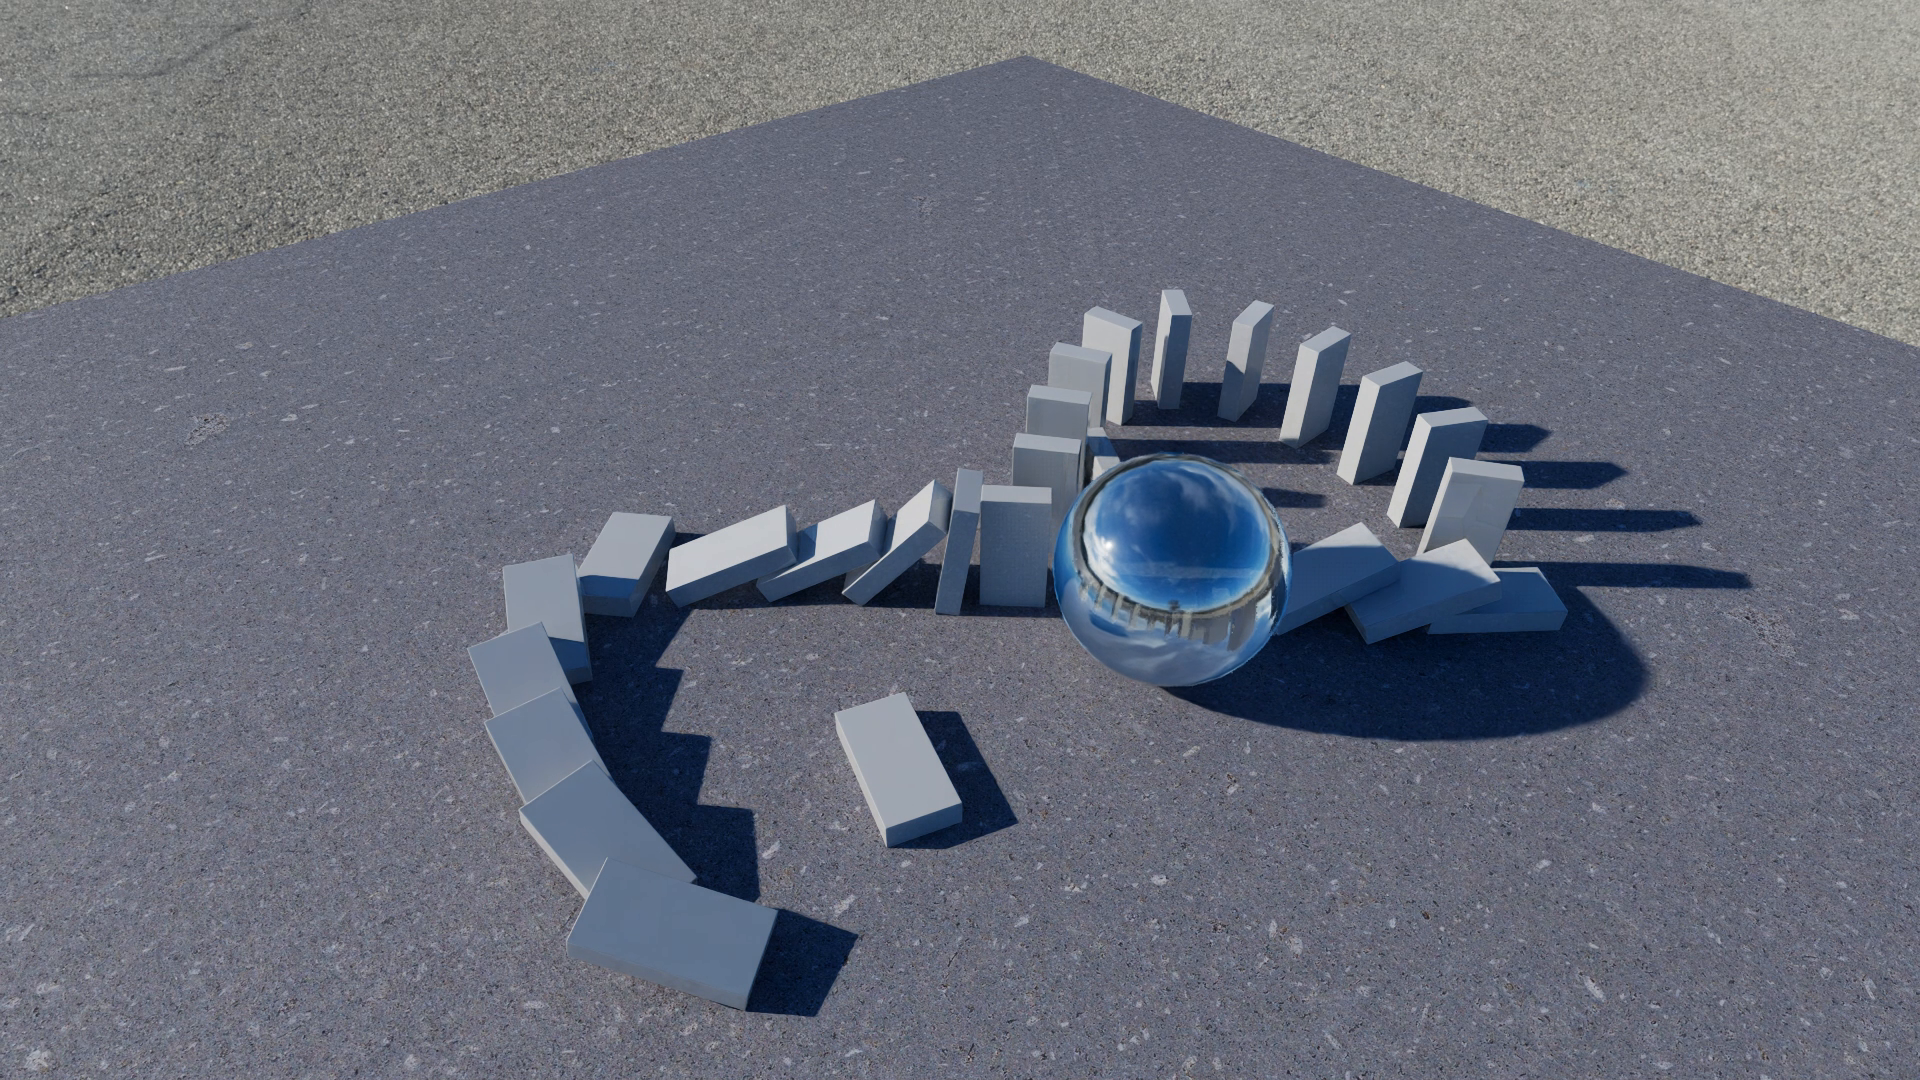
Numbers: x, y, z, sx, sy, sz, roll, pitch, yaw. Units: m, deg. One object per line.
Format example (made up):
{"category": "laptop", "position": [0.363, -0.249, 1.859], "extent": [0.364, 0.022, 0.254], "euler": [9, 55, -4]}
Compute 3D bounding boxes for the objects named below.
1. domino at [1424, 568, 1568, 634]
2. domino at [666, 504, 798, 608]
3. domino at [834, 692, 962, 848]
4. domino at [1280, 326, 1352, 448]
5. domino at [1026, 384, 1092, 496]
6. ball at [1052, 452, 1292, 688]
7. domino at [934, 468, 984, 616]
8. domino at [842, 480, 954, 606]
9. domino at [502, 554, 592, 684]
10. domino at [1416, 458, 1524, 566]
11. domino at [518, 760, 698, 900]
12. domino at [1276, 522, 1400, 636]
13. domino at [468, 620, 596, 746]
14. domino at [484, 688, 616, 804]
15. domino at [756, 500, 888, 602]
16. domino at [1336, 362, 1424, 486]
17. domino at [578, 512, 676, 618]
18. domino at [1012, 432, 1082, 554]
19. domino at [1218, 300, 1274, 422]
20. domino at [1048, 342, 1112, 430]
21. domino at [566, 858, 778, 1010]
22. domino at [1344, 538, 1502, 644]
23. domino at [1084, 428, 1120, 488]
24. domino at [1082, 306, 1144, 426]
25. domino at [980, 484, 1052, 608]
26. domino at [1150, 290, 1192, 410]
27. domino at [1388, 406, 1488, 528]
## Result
{"category": "domino", "position": [0.198, 0.023, 0.416], "extent": [0.050, 0.010, 0.025], "euler": [-1, 39, -2]}
{"category": "domino", "position": [-0.087, 0.006, 0.423], "extent": [0.050, 0.009, 0.025], "euler": [-21, 40, 7]}
{"category": "domino", "position": [-0.020, 0.073, 0.355], "extent": [0.025, 0.010, 0.050], "euler": [-15, 42, -17]}
{"category": "domino", "position": [0.160, -0.068, 0.495], "extent": [0.025, 0.050, 0.010], "euler": [-29, 48, -31]}
{"category": "domino", "position": [0.040, -0.039, 0.460], "extent": [0.025, 0.050, 0.009], "euler": [9, 40, 11]}
{"category": "ball", "position": [0.072, 0.010, 0.376], "extent": [0.080, 0.080, 0.080], "euler": [0, 39, 0]}
{"category": "domino", "position": [-0.001, 0.001, 0.409], "extent": [0.010, 0.050, 0.025], "euler": [9, 39, -2]}
{"category": "domino", "position": [-0.024, 0.001, 0.415], "extent": [0.009, 0.050, 0.025], "euler": [37, 33, -22]}
{"category": "domino", "position": [-0.149, 0.030, 0.397], "extent": [0.025, 0.009, 0.050], "euler": [-12, 55, -14]}
{"category": "domino", "position": [0.194, -0.007, 0.420], "extent": [0.025, 0.050, 0.010], "euler": [9, 40, 11]}
{"category": "domino", "position": [-0.103, 0.091, 0.322], "extent": [0.050, 0.009, 0.025], "euler": [41, 53, 19]}
{"category": "domino", "position": [0.136, 0.014, 0.414], "extent": [0.050, 0.009, 0.025], "euler": [-25, 42, 0]}
{"category": "domino", "position": [-0.143, 0.053, 0.368], "extent": [0.025, 0.010, 0.050], "euler": [-22, 60, -24]}
{"category": "domino", "position": [-0.126, 0.073, 0.344], "extent": [0.025, 0.010, 0.050], "euler": [-26, 62, -28]}
{"category": "domino", "position": [-0.053, 0.004, 0.420], "extent": [0.050, 0.010, 0.025], "euler": [-21, 35, 19]}
{"category": "domino", "position": [0.180, -0.050, 0.472], "extent": [0.025, 0.050, 0.010], "euler": [-20, 43, -22]}
{"category": "domino", "position": [-0.133, 0.009, 0.433], "extent": [0.025, 0.009, 0.050], "euler": [5, 40, 6]}
{"category": "domino", "position": [0.033, -0.017, 0.433], "extent": [0.025, 0.050, 0.010], "euler": [7, 40, 8]}
{"category": "domino", "position": [0.133, -0.083, 0.513], "extent": [0.009, 0.050, 0.025], "euler": [23, 45, 26]}
{"category": "domino", "position": [0.052, -0.061, 0.486], "extent": [0.025, 0.050, 0.009], "euler": [15, 42, 17]}
{"category": "domino", "position": [-0.078, 0.108, 0.301], "extent": [0.050, 0.010, 0.025], "euler": [17, 46, 0]}
{"category": "domino", "position": [0.169, 0.019, 0.407], "extent": [0.050, 0.009, 0.025], "euler": [-20, 38, 6]}
{"category": "domino", "position": [0.061, -0.022, 0.459], "extent": [0.010, 0.025, 0.050], "euler": [-7, 40, -9]}
{"category": "domino", "position": [0.069, -0.080, 0.510], "extent": [0.025, 0.050, 0.010], "euler": [28, 47, 30]}
{"category": "domino", "position": [0.020, 0.003, 0.408], "extent": [0.025, 0.050, 0.009], "euler": [3, 39, 3]}
{"category": "domino", "position": [0.100, -0.090, 0.521], "extent": [0.009, 0.050, 0.025], "euler": [-1, 39, -1]}
{"category": "domino", "position": [0.193, -0.029, 0.447], "extent": [0.025, 0.050, 0.009], "euler": [-8, 40, -10]}
